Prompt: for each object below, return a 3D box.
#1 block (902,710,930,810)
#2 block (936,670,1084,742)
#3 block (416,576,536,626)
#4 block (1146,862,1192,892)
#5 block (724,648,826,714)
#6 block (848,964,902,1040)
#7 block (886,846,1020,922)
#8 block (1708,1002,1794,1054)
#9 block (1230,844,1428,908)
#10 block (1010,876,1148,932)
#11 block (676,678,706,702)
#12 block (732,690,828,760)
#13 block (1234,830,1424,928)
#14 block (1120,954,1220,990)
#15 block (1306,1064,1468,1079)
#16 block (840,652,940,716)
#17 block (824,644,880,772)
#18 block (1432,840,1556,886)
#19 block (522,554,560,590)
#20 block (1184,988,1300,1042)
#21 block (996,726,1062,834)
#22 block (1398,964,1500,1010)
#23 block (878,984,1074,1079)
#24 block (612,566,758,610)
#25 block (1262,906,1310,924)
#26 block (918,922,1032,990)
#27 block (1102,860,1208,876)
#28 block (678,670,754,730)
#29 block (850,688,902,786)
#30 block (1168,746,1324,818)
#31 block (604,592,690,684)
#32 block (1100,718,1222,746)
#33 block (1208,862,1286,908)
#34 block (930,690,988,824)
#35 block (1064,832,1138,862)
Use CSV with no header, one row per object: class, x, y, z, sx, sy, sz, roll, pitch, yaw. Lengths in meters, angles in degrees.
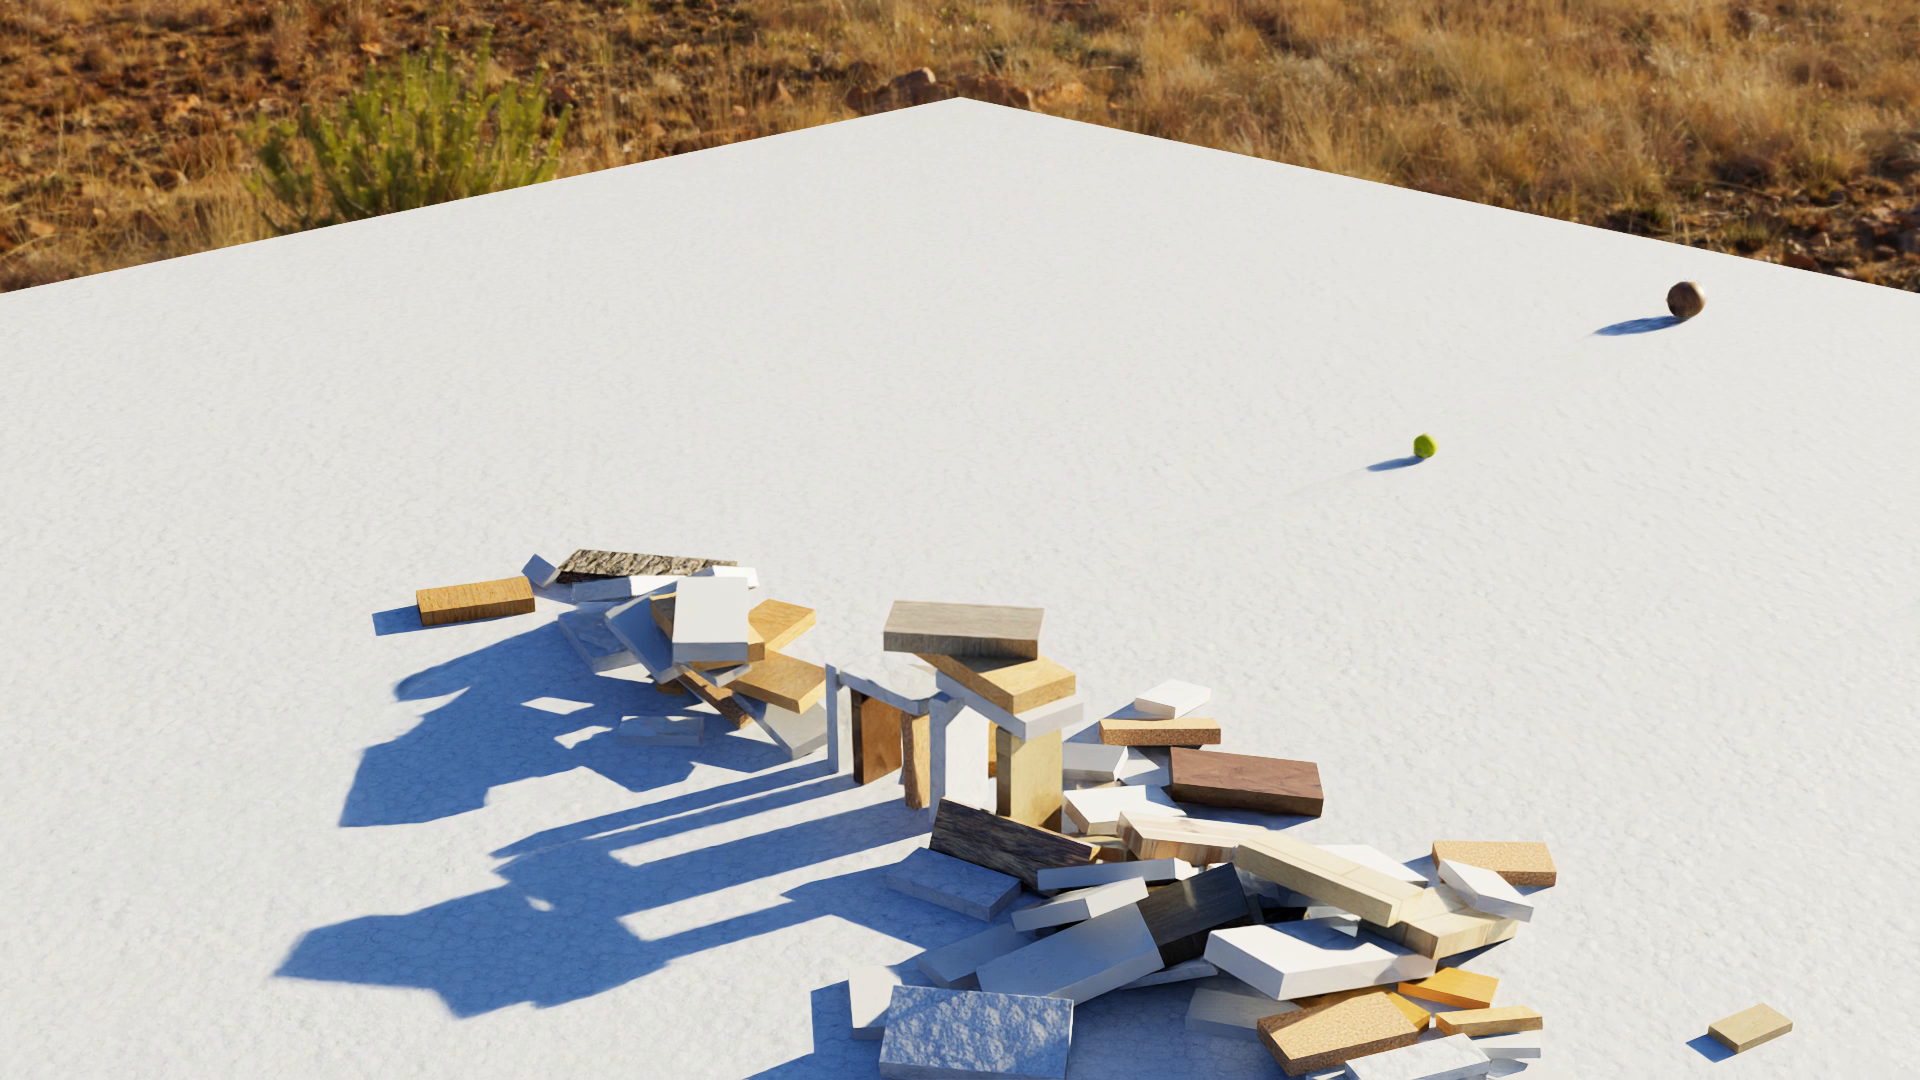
block,-0.065,0.427,4.471,0.031,0.221,0.111,18,29,41
block,0.094,0.301,4.275,0.141,0.040,0.283,-16,28,-34
block,-1.181,0.149,5.361,0.270,0.038,0.135,-7,24,-17
block,0.335,0.646,4.097,0.184,0.026,0.092,-5,45,24
block,-0.399,0.300,4.762,0.246,0.035,0.123,15,37,35
block,-0.145,0.805,3.831,0.091,0.026,0.182,-2,23,-5
block,-0.012,0.653,4.181,0.229,0.032,0.114,14,27,29
block,1.354,0.836,3.767,0.132,0.019,0.066,-13,26,-27
block,0.687,0.624,4.093,0.341,0.048,0.171,5,13,-34
block,0.212,0.653,3.935,0.128,0.036,0.256,-14,-7,-32
block,-0.608,0.261,4.997,0.127,0.036,0.254,-30,48,-30
block,-0.377,0.370,4.752,0.123,0.035,0.246,-25,45,-27
block,0.658,0.602,3.927,0.301,0.043,0.151,19,13,30
block,0.371,0.740,3.884,0.181,0.026,0.090,-14,28,22
block,0.701,0.896,3.606,0.238,0.034,0.119,12,26,26
block,-0.127,0.292,4.463,0.221,0.031,0.111,19,30,39
block,-0.223,0.354,4.613,0.123,0.246,0.035,-21,31,-40
block,1.031,0.624,4.251,0.218,0.031,0.109,1,23,2
block,-1.050,0.080,5.506,0.119,0.017,0.059,28,78,47
block,0.486,0.822,3.789,0.182,0.026,0.091,7,24,16
block,0.135,0.475,4.279,0.141,0.283,0.040,-21,29,-40
block,0.862,0.786,3.879,0.160,0.023,0.080,10,25,22
block,0.029,0.833,3.676,0.307,0.043,0.153,3,44,8
block,-0.643,0.132,5.140,0.314,0.044,0.157,-21,-13,29
block,0.533,0.695,3.988,0.182,0.026,0.091,-11,5,39
block,0.033,0.752,3.953,0.194,0.028,0.097,-15,27,-31
block,0.374,0.625,4.187,0.184,0.026,0.092,2,4,28
block,-0.518,0.312,4.881,0.127,0.036,0.254,-31,49,-32
block,-0.173,0.388,4.563,0.031,0.221,0.111,20,30,41
block,0.583,0.495,4.502,0.304,0.043,0.152,6,23,0
block,-0.681,0.218,4.941,0.127,0.036,0.254,-25,44,-26
block,0.427,0.410,4.705,0.247,0.035,0.124,0,6,-1
block,0.534,0.635,4.047,0.077,0.022,0.154,4,14,-39
block,-0.001,0.421,4.407,0.040,0.283,0.141,17,28,34
block,0.269,0.594,4.249,0.184,0.026,0.092,3,4,37
